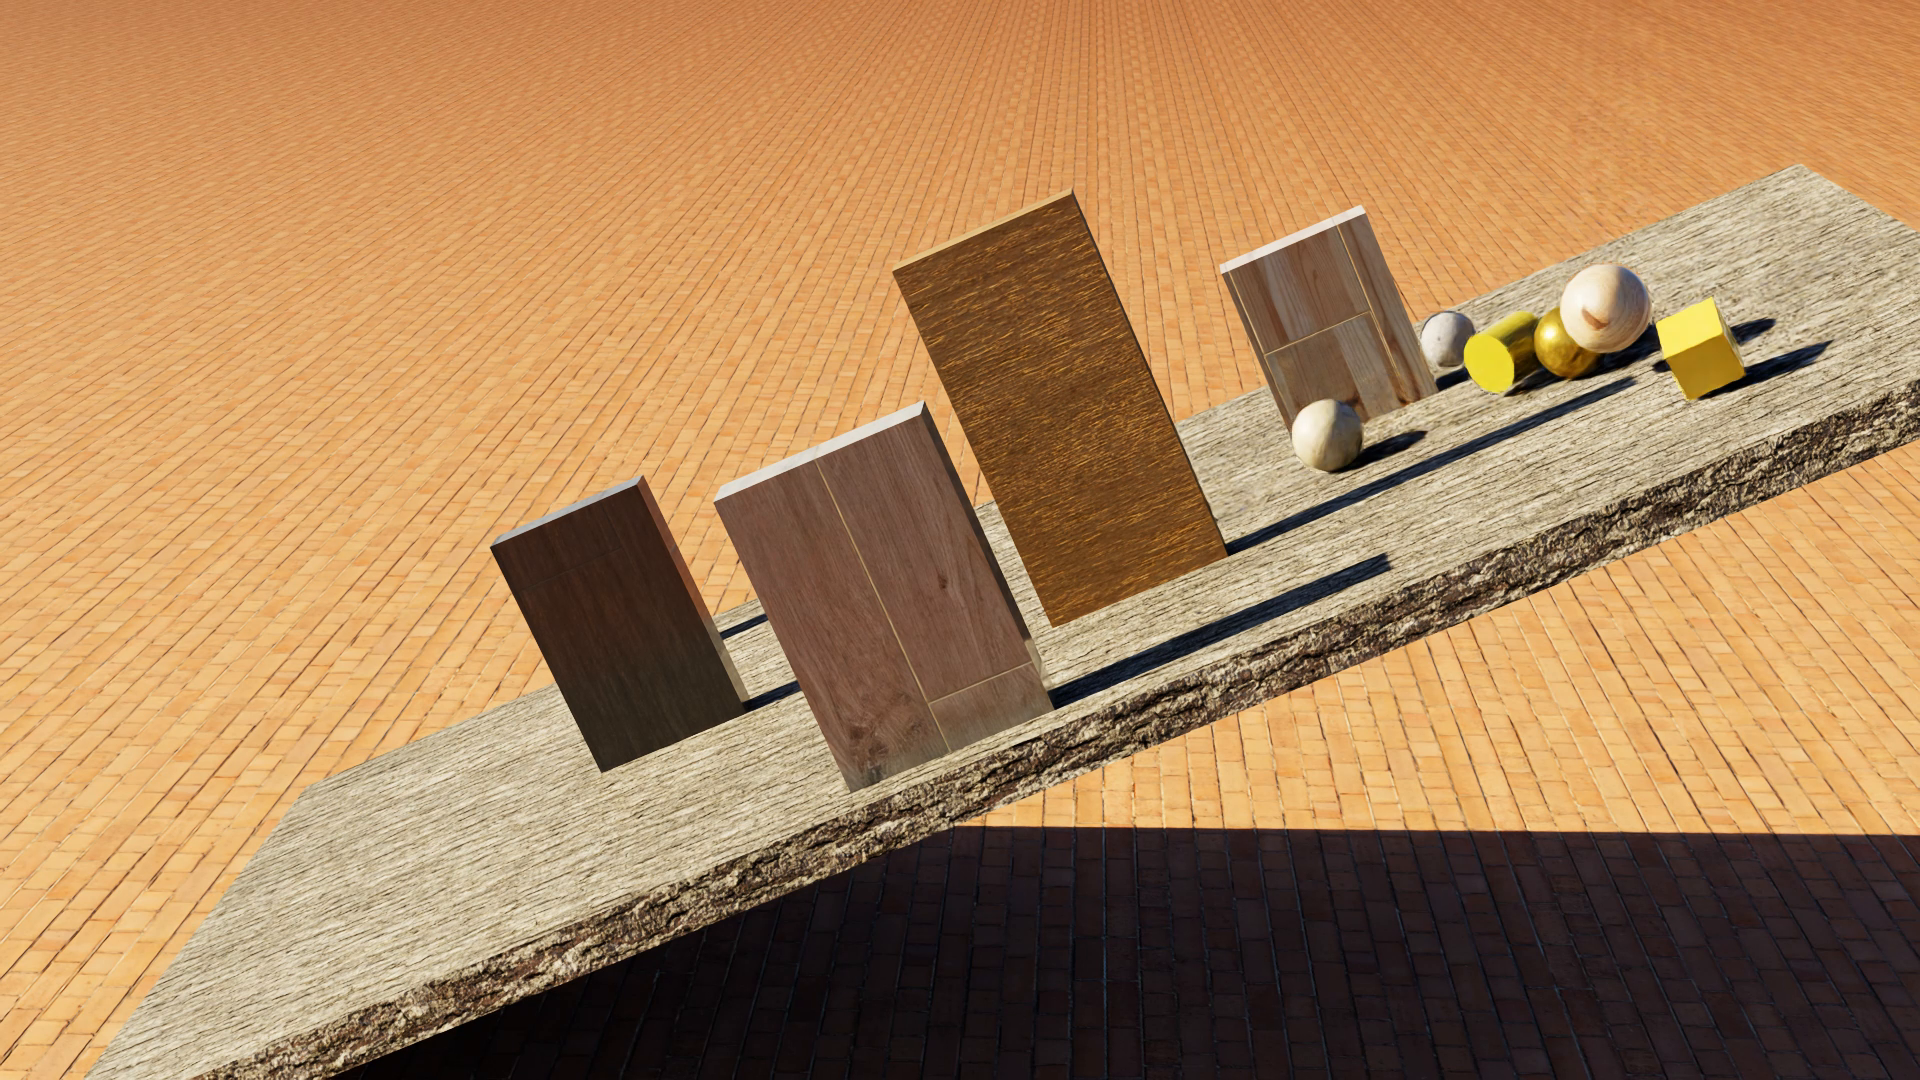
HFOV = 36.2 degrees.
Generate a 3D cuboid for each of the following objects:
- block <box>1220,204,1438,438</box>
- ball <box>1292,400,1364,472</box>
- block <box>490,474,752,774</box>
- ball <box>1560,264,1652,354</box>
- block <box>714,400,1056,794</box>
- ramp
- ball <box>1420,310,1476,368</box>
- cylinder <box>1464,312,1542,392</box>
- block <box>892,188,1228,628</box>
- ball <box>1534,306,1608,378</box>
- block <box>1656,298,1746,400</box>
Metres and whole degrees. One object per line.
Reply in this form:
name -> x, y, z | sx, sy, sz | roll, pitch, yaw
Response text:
block -> 0.803, -0.461, 6.405 | 0.333, 0.426, 0.113 | -23, 13, 8
ball -> 0.765, -0.218, 6.119 | 0.150, 0.150, 0.150 | 0, 15, 0
block -> -0.727, 0.182, 6.331 | 0.349, 0.553, 0.092 | -23, 13, 8
ball -> 1.270, -0.456, 5.787 | 0.175, 0.175, 0.175 | 0, 15, 0
block -> -0.134, 0.106, 5.419 | 0.412, 0.606, 0.122 | -23, 13, 8
ramp -> 0.131, 0.170, 6.285 | 4.000, 0.100, 2.000 | -23, 13, 8
ball -> 1.055, -0.434, 6.353 | 0.122, 0.122, 0.122 | 0, 15, 0
cylinder -> 1.139, -0.392, 6.110 | 0.130, 0.130, 0.130 | -30, 30, -34
block -> 0.203, -0.257, 5.848 | 0.382, 0.792, 0.085 | -23, 13, 8
ball -> 1.247, -0.406, 5.995 | 0.152, 0.152, 0.152 | 0, 15, 0
block -> 1.382, -0.356, 5.487 | 0.114, 0.114, 0.114 | -25, 34, 21
